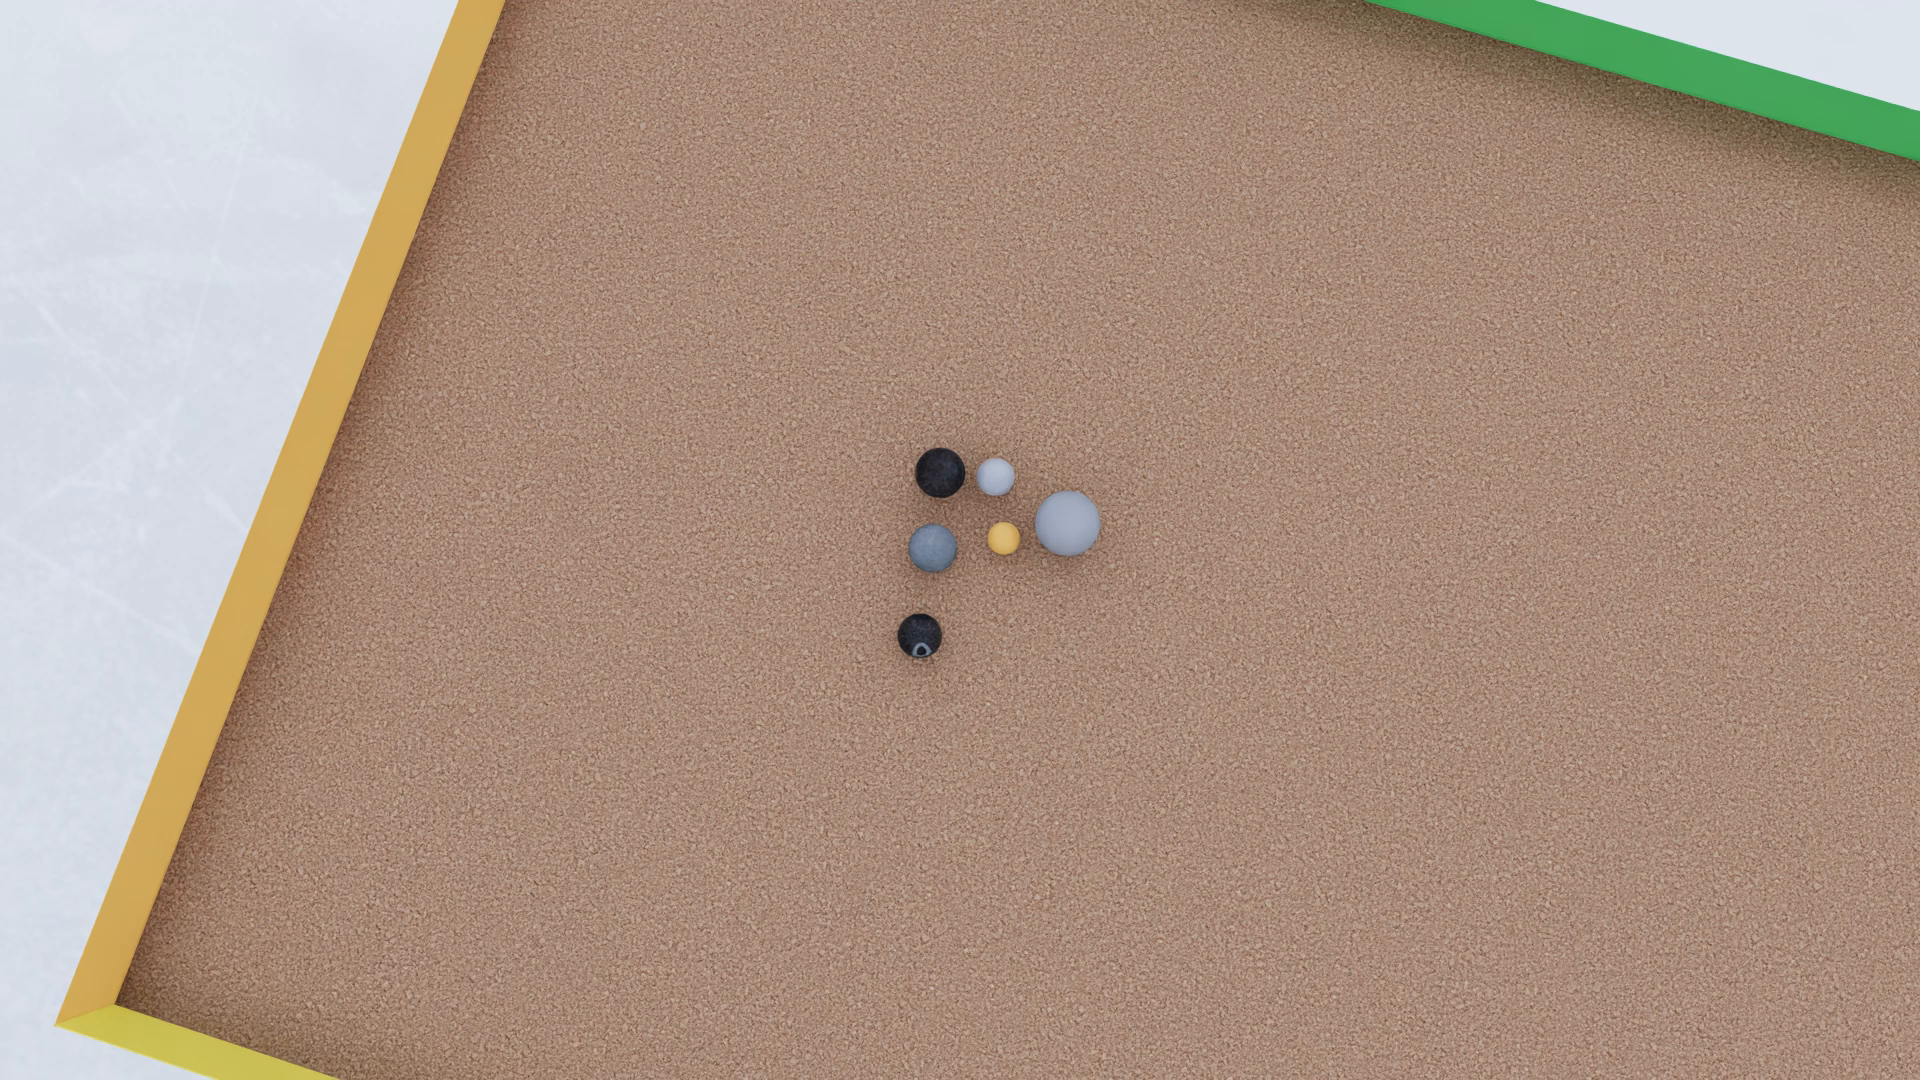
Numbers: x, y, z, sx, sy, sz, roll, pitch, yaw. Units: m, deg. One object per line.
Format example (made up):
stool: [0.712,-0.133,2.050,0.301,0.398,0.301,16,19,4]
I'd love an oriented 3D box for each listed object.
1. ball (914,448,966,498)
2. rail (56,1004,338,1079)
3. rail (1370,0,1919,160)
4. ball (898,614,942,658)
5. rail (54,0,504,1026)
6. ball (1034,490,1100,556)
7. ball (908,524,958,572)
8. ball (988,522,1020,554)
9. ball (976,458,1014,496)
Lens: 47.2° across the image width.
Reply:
ball: [-0.030,-0.102,3.327,0.077,0.077,0.077,0,78,0]
rail: [0.630,1.254,3.006,3.958,0.129,0.045,17,78,4]
rail: [1.257,-0.682,3.425,3.958,0.129,0.045,17,78,4]
ball: [-0.060,0.143,3.279,0.068,0.068,0.068,0,78,0]
rail: [-0.921,-0.292,3.340,0.045,0.129,2.124,17,78,4]
ball: [0.162,-0.025,3.299,0.099,0.099,0.099,0,78,0]
ball: [-0.041,0.012,3.304,0.074,0.074,0.074,0,78,0]
ball: [0.066,-0.003,3.319,0.050,0.050,0.050,0,78,0]
ball: [0.054,-0.096,3.335,0.058,0.058,0.058,0,78,0]
